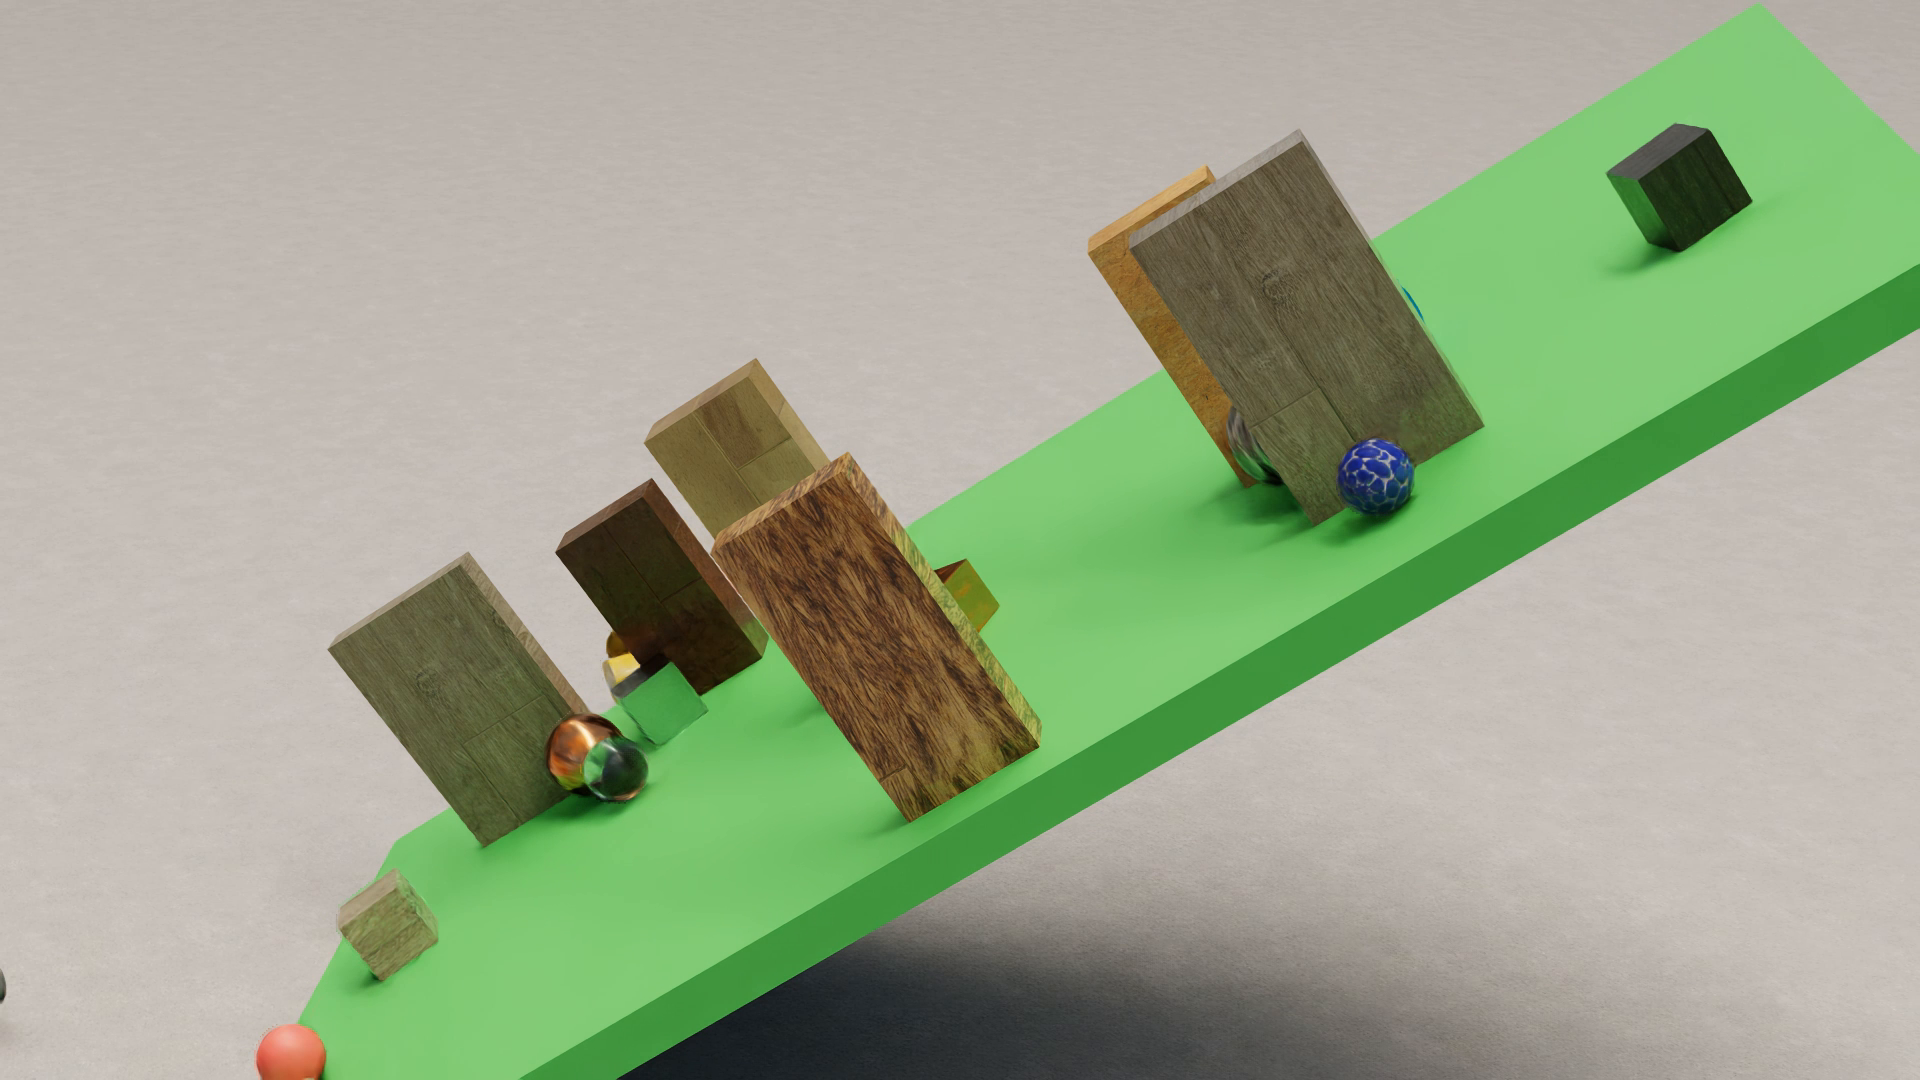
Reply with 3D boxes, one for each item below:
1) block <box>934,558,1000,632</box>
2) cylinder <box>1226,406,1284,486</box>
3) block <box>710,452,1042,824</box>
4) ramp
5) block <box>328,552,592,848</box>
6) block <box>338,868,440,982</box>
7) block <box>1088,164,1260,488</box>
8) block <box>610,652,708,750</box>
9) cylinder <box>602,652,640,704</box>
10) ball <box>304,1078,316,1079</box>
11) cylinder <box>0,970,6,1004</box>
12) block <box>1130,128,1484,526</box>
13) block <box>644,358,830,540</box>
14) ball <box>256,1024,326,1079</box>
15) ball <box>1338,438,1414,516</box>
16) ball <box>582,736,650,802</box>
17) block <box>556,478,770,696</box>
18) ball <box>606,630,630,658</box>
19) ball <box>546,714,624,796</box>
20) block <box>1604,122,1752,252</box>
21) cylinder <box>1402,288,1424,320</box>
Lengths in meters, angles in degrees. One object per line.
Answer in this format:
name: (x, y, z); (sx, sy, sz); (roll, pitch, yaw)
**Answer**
block: (-0.025, 0.143, 6.293); (0.130, 0.130, 0.130); (-20, 21, 44)
cylinder: (0.662, -0.229, 5.749); (0.205, 0.205, 0.205); (-12, -6, -28)
block: (-0.150, 0.185, 5.450); (0.295, 0.643, 0.109); (-31, 16, 14)
ramp: (0.138, 0.172, 6.299); (4.000, 0.100, 2.000); (-31, 16, 14)
block: (-1.160, 0.387, 7.049); (0.403, 0.620, 0.085); (-31, 16, 14)
block: (-1.312, 0.883, 6.761); (0.160, 0.160, 0.160); (-36, 15, -3)
block: (0.537, -0.428, 5.931); (0.280, 0.591, 0.121); (-31, 16, 14)
block: (-0.718, 0.382, 7.018); (0.151, 0.151, 0.151); (-38, 15, -10)
cylinder: (-0.847, 0.352, 7.629); (0.120, 0.120, 0.120); (-18, 26, -21)
ball: (-1.341, 1.166, 6.054); (0.114, 0.114, 0.114); (0, 21, 0)
cylinder: (-2.366, 1.080, 6.890); (0.192, 0.192, 0.192); (2, 20, 5)
block: (0.646, -0.390, 5.479); (0.371, 0.645, 0.103); (-31, 16, 14)
block: (-0.353, -0.015, 6.349); (0.274, 0.717, 0.131); (-31, 16, 14)
ball: (-1.444, 1.119, 6.352); (0.147, 0.147, 0.147); (0, 21, 0)
ball: (0.760, -0.115, 5.373); (0.140, 0.140, 0.140); (0, 21, 0)
ball: (-0.787, 0.525, 6.733); (0.151, 0.151, 0.151); (0, 21, 0)
block: (-0.717, 0.133, 7.114); (0.263, 0.492, 0.133); (-31, 16, 14)
ball: (-1.022, 0.325, 9.004); (0.123, 0.123, 0.123); (0, 21, 0)
ball: (-0.878, 0.504, 6.913); (0.192, 0.192, 0.192); (0, 21, 0)
block: (1.388, -0.682, 5.684); (0.169, 0.169, 0.169); (-35, 15, 0)
cylinder: (0.861, -0.432, 6.086); (0.155, 0.155, 0.155); (-27, 8, 28)
